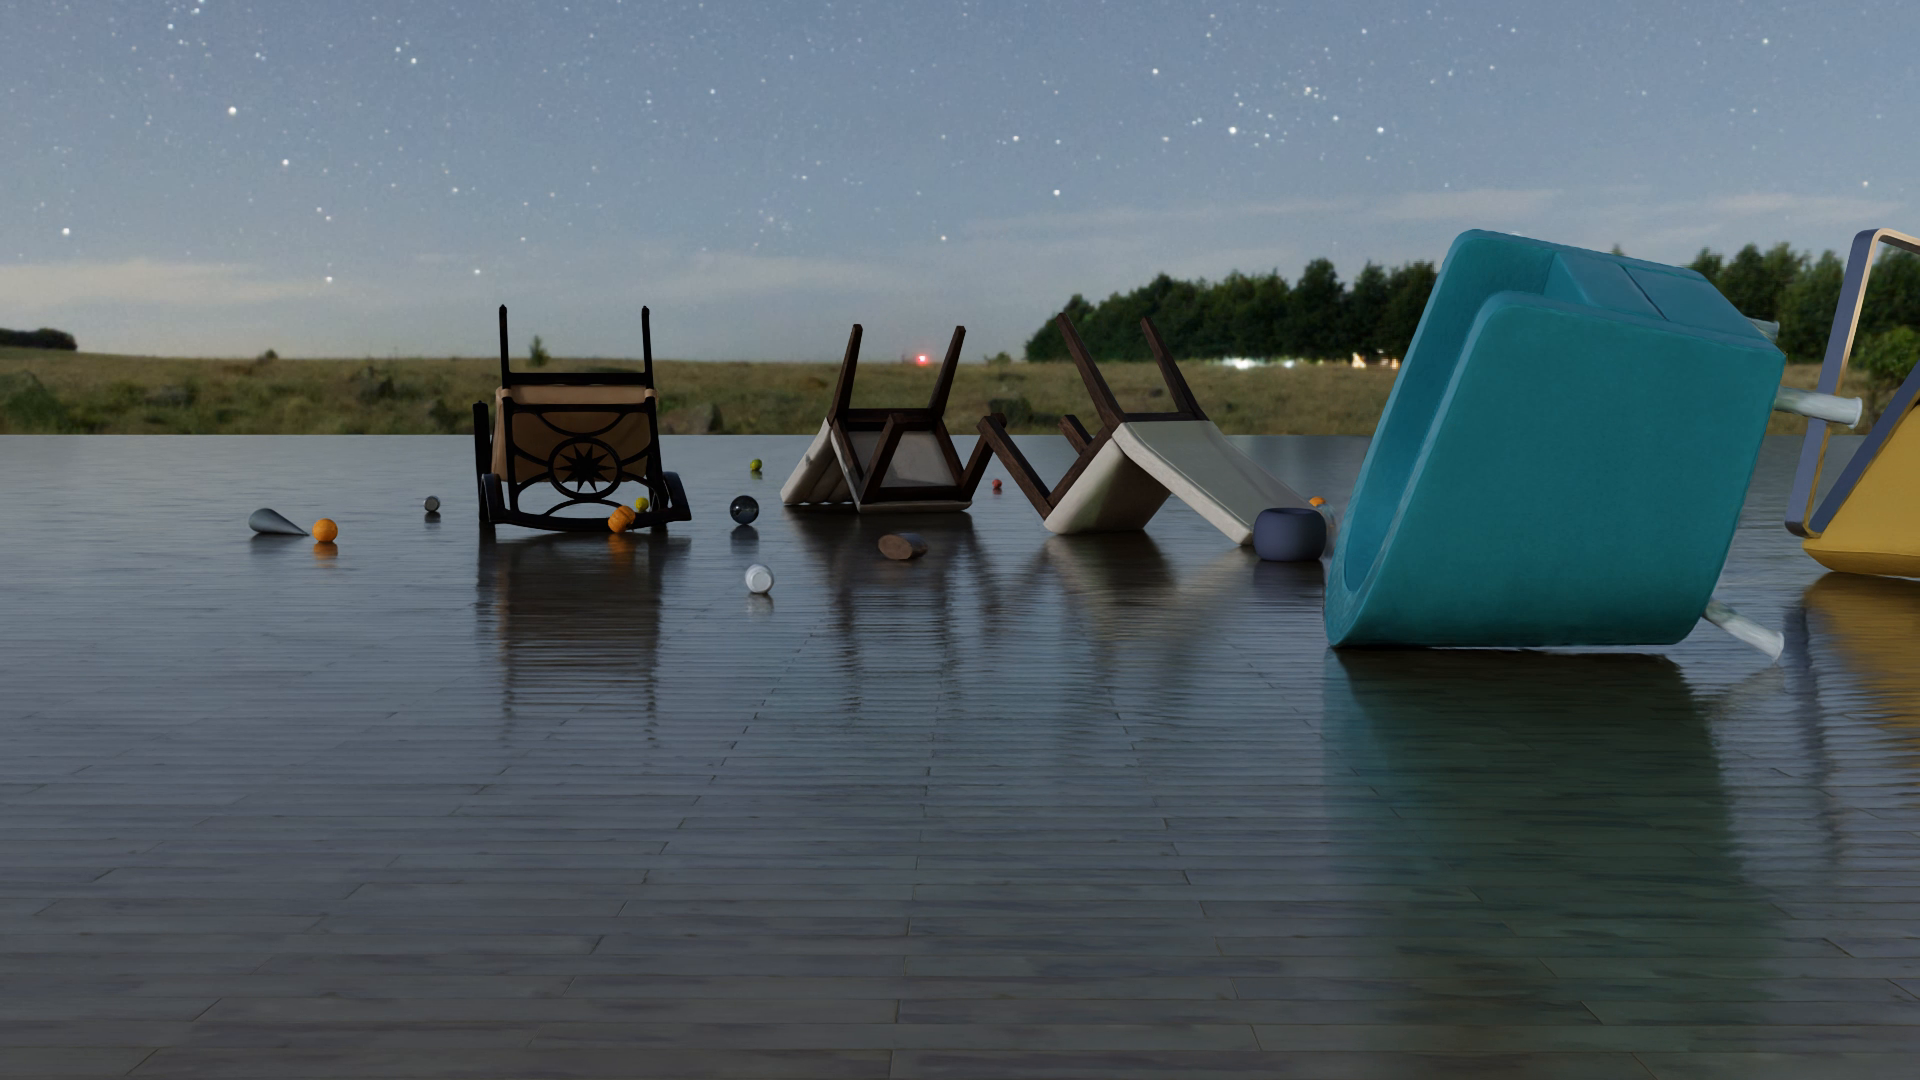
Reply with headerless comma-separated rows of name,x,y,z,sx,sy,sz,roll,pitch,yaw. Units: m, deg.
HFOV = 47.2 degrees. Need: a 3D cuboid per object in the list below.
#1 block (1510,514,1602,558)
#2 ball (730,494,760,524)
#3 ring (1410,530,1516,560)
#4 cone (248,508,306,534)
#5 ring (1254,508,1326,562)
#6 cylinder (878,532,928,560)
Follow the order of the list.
block,1.624,-0.014,6.004,0.239,0.101,0.221,1,4,14
ball,-0.715,-0.100,7.291,0.098,0.098,0.098,0,4,0
ring,1.336,0.014,5.837,0.279,0.070,0.225,1,3,6
cone,-2.091,-0.038,6.827,0.215,0.078,0.115,15,9,32
ring,0.871,-0.013,5.808,0.192,0.129,0.261,3,6,14
cylinder,-0.151,0.015,5.836,0.100,0.064,0.112,18,9,19
